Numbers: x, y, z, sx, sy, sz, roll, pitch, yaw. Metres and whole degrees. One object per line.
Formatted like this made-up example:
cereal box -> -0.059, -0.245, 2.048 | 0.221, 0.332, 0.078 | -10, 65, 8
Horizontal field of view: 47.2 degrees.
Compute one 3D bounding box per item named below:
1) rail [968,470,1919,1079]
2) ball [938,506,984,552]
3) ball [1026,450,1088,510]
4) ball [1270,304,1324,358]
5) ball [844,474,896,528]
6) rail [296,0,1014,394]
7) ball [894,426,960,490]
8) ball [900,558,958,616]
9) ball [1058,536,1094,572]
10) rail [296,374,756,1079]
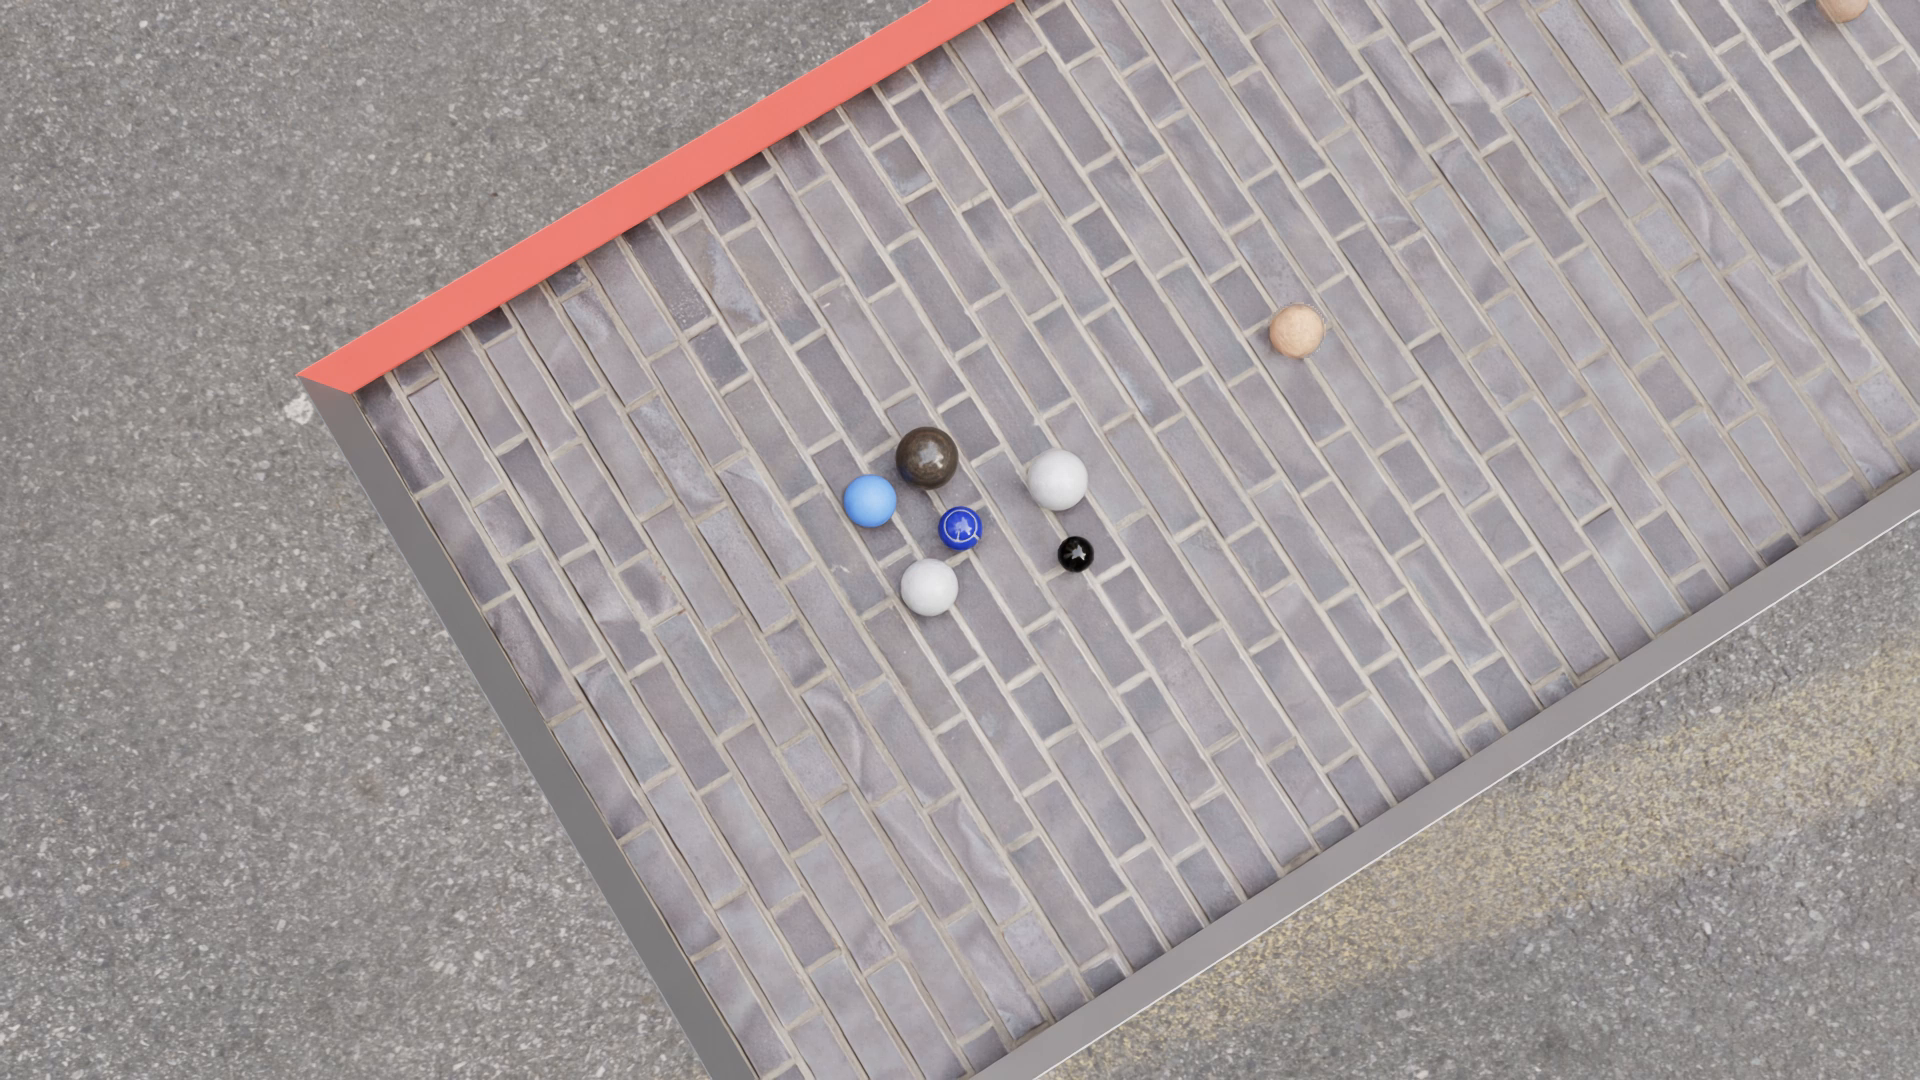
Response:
rail -> 0.964, 0.205, 3.216 | 2.822, 0.124, 0.045 | -32, 82, -5
ball -> 0.001, -0.017, 3.284 | 0.068, 0.068, 0.068 | 0, 80, 0
ball -> 0.146, -0.089, 3.284 | 0.092, 0.092, 0.092 | 0, 80, 0
ball -> 0.509, -0.316, 3.328 | 0.080, 0.080, 0.080 | 0, 80, 0
ball -> -0.134, -0.058, 3.285 | 0.080, 0.080, 0.080 | 0, 80, 0
rail -> 0.233, -0.950, 3.412 | 2.822, 0.124, 0.045 | -32, 82, -5
ball -> -0.049, -0.122, 3.287 | 0.096, 0.096, 0.096 | 0, 80, 0
ball -> -0.045, 0.070, 3.260 | 0.086, 0.086, 0.086 | 0, 80, 0
ball -> 0.173, 0.022, 3.284 | 0.055, 0.055, 0.055 | 0, 80, 0
rail -> -0.578, 0.352, 3.192 | 0.045, 0.124, 1.429 | -32, 82, -5
